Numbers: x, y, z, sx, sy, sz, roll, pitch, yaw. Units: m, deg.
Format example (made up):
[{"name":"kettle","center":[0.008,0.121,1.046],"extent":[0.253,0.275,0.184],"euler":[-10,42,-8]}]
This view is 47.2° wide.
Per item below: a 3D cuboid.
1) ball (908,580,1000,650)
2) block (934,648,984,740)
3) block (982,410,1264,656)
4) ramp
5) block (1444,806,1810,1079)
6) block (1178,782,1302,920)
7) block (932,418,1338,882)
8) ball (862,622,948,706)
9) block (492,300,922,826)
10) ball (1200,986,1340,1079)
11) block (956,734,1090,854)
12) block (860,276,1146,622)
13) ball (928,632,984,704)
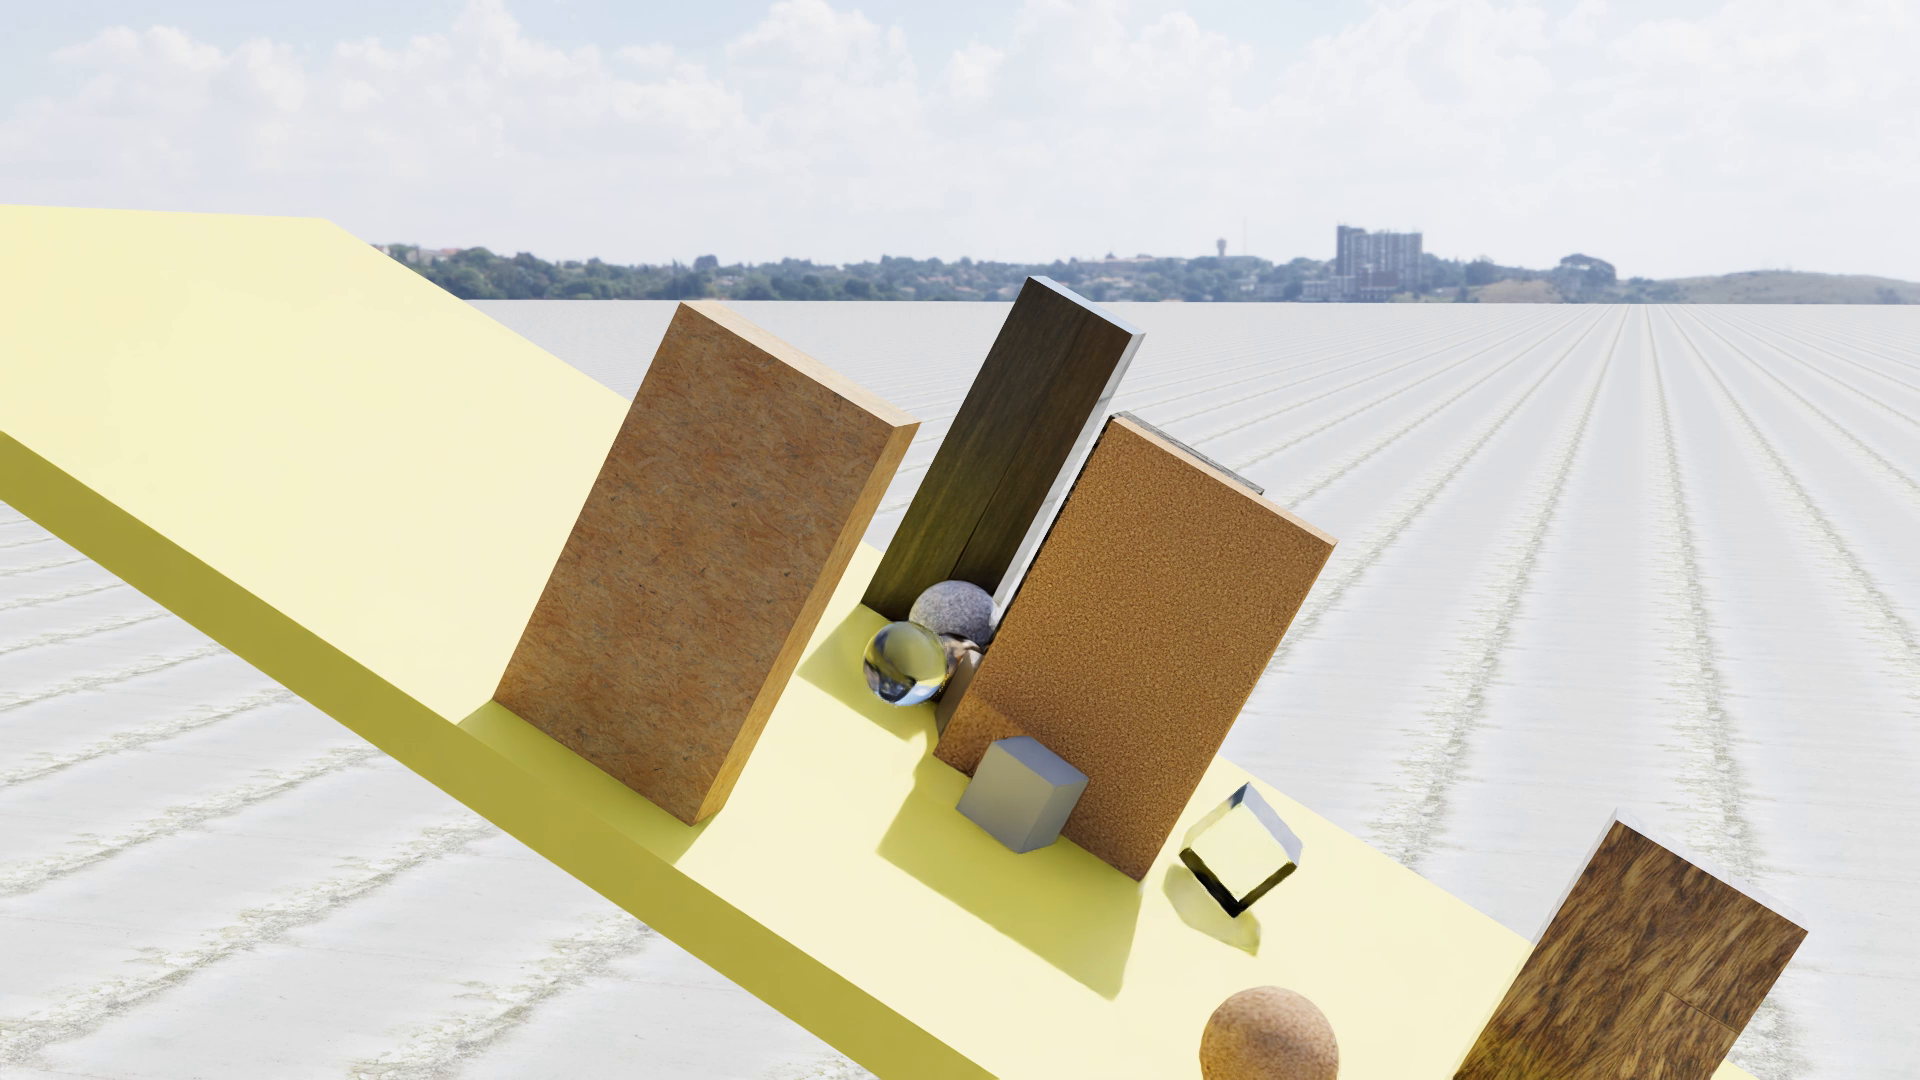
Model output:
[{"name":"ball","center":[-0.011,0.179,4.540],"extent":[0.195,0.195,0.195],"euler":[0,7,0]},{"name":"block","center":[0.055,0.328,4.231],"extent":[0.149,0.149,0.149],"euler":[25,14,-12]},{"name":"block","center":[0.297,0.113,4.382],"extent":[0.320,0.663,0.139],"euler":[31,14,12]},{"name":"ramp","center":[-0.215,0.356,4.144],"extent":[4.000,0.100,2.000],"euler":[31,14,12]},{"name":"block","center":[1.030,0.775,3.499],"extent":[0.325,0.618,0.091],"euler":[31,14,12]},{"name":"block","center":[0.525,0.578,4.109],"extent":[0.156,0.156,0.156],"euler":[-41,-1,15]},{"name":"block","center":[0.310,0.200,3.994],"extent":[0.448,0.715,0.082],"euler":[31,14,12]},{"name":"ball","center":[-0.106,0.237,4.225],"extent":[0.162,0.162,0.162],"euler":[0,7,0]},{"name":"block","center":[-0.389,0.034,3.324],"extent":[0.375,0.692,0.125],"euler":[31,14,12]},{"name":"ball","center":[0.463,0.773,3.295],"extent":[0.208,0.208,0.208],"euler":[0,7,0]},{"name":"block","center":[0.112,0.451,3.912],"extent":[0.143,0.143,0.143],"euler":[34,15,23]},{"name":"block","center":[0.088,-0.150,4.663],"extent":[0.251,0.789,0.132],"euler":[31,14,12]},{"name":"ball","center":[-0.021,0.255,4.355],"extent":[0.145,0.145,0.145],"euler":[0,7,0]}]
